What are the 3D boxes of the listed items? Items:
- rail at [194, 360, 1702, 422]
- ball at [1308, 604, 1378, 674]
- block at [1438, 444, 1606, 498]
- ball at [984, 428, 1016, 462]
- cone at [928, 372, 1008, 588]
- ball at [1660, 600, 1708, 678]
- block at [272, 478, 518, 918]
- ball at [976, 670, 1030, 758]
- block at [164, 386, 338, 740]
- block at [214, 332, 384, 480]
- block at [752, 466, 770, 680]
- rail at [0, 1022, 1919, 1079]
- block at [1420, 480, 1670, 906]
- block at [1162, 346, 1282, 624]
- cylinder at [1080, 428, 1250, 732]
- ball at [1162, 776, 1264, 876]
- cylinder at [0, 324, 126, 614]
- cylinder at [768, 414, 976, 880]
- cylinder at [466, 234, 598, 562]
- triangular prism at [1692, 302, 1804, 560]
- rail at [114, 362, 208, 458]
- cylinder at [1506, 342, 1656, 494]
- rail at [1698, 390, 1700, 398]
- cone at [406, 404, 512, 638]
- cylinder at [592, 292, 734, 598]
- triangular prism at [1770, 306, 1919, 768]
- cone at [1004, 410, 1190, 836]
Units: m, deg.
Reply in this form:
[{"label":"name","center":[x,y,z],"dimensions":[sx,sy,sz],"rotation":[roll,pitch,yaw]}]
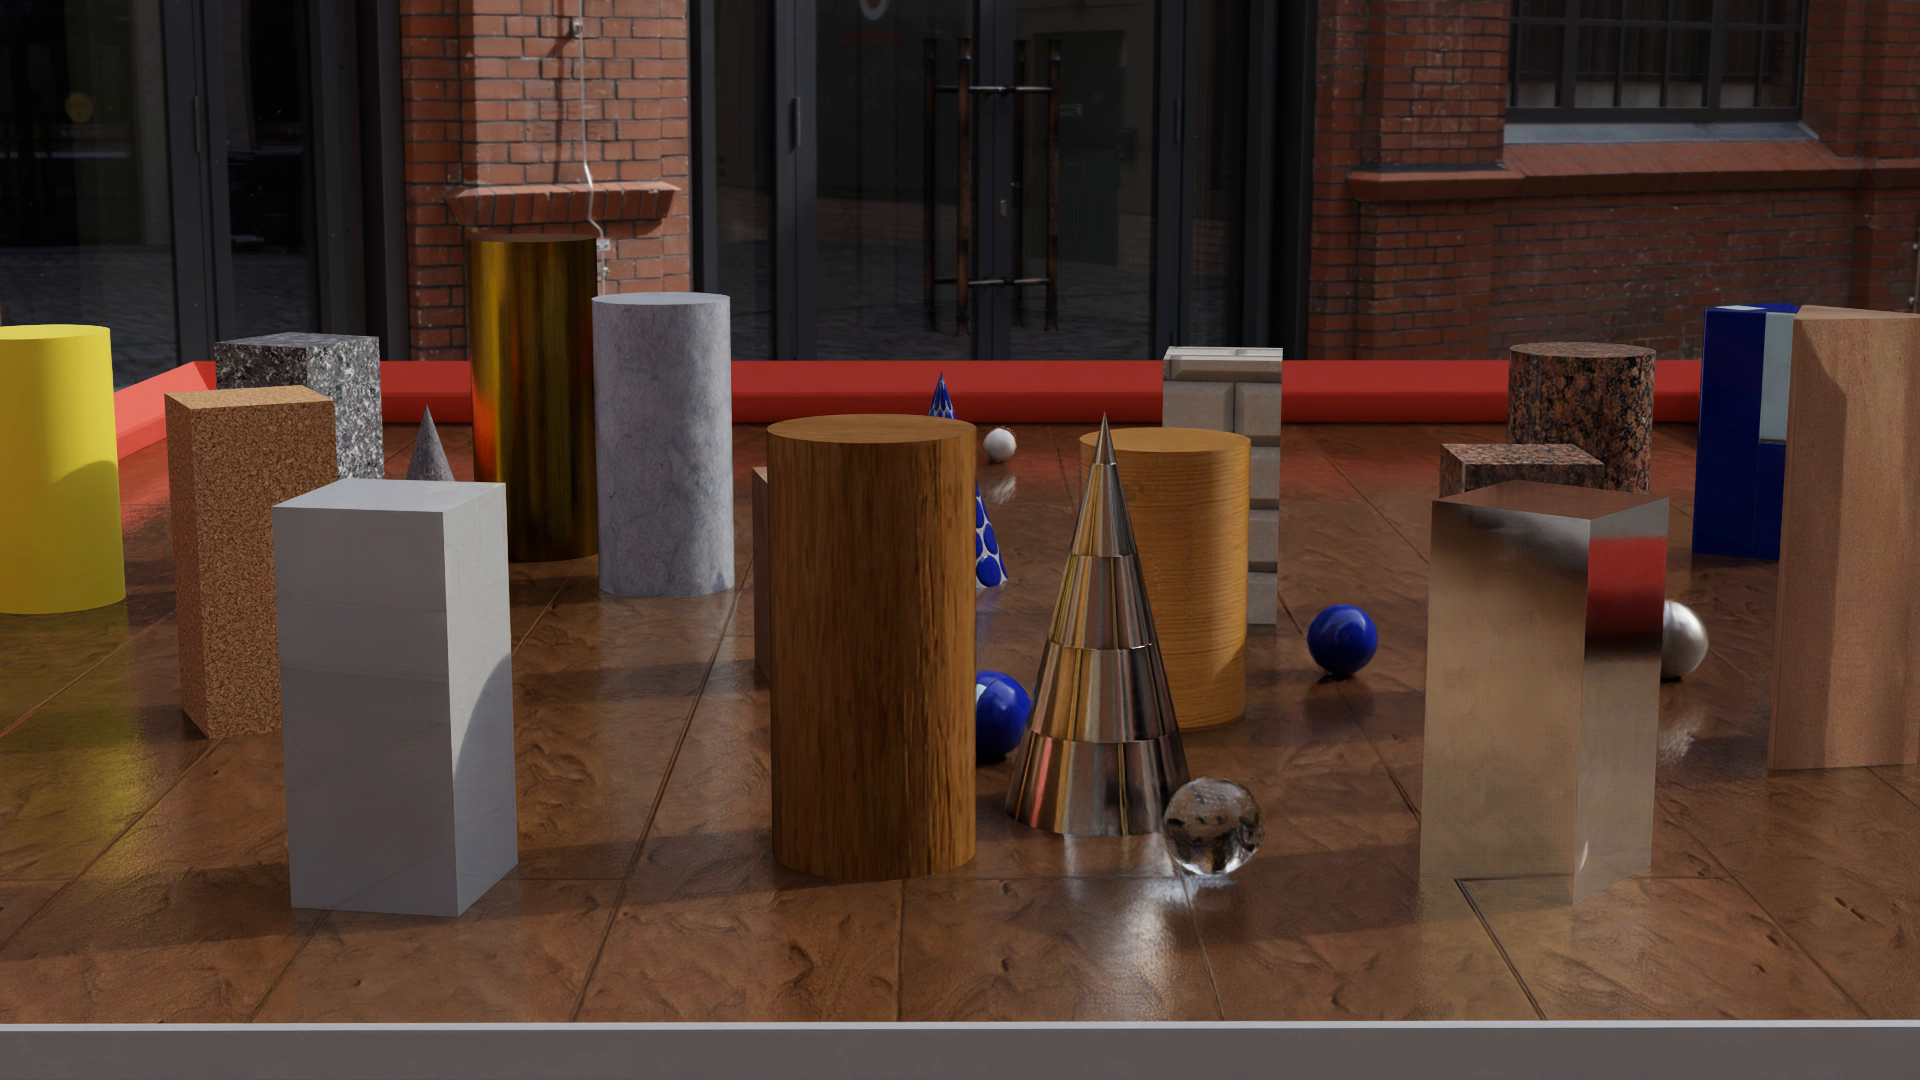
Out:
[{"label":"rail","center":[-0.010,-0.301,5.236],"dimensions":[3.114,0.124,0.045],"rotation":[0,11,0]},{"label":"ball","center":[0.461,0.120,3.092],"dimensions":[0.084,0.084,0.084],"rotation":[0,11,0]},{"label":"block","center":[0.633,0.046,2.921],"dimensions":[0.153,0.292,0.153],"rotation":[0,11,0]},{"label":"ball","center":[0.073,-0.175,4.742],"dimensions":[0.061,0.061,0.061],"rotation":[0,11,0]},{"label":"cone","center":[-0.026,-0.092,3.649],"dimensions":[0.191,0.297,0.191],"rotation":[0,11,0]},{"label":"ball","center":[0.848,0.119,3.073],"dimensions":[0.093,0.093,0.093],"rotation":[0,11,0]},{"label":"block","center":[-0.496,0.135,2.270],"dimensions":[0.153,0.355,0.153],"rotation":[2,11,10]},{"label":"ball","center":[0.030,0.185,2.721],"dimensions":[0.092,0.092,0.092],"rotation":[0,11,0]},{"label":"block","center":[-0.786,0.020,2.866],"dimensions":[0.153,0.363,0.153],"rotation":[-5,12,-27]},{"label":"block","center":[-0.895,-0.095,3.497],"dimensions":[0.153,0.358,0.153],"rotation":[5,12,25]},{"label":"block","center":[-0.163,0.039,3.101],"dimensions":[0.153,0.239,0.153],"rotation":[-2,11,-13]},{"label":"rail","center":[0.010,0.364,1.663],"dimensions":[3.114,0.124,0.045],"rotation":[0,11,0]},{"label":"block","center":[0.527,0.132,2.318],"dimensions":[0.153,0.343,0.153],"rotation":[9,14,39]},{"label":"block","center":[0.349,-0.076,3.423],"dimensions":[0.153,0.347,0.153],"rotation":[1,11,7]},{"label":"cylinder","center":[0.229,0.041,2.893],"dimensions":[0.191,0.312,0.191],"rotation":[0,11,0]},{"label":"ball","center":[0.229,0.259,2.325],"dimensions":[0.091,0.091,0.091],"rotation":[0,11,0]},{"label":"cylinder","center":[-1.247,-0.100,3.493],"dimensions":[0.191,0.369,0.191],"rotation":[0,11,0]},{"label":"cylinder","center":[-0.080,0.094,2.373],"dimensions":[0.191,0.399,0.191],"rotation":[0,11,0]},{"label":"cylinder","center":[-0.635,-0.216,3.841],"dimensions":[0.191,0.471,0.191],"rotation":[0,11,0]},{"label":"triangular prism","center":[1.211,-0.167,3.857],"dimensions":[0.166,0.368,0.143],"rotation":[6,12,29]},{"label":"rail","center":[-1.534,0.034,3.441],"dimensions":[0.045,0.124,3.682],"rotation":[0,11,0]},{"label":"cylinder","center":[0.834,-0.084,3.470],"dimensions":[0.191,0.347,0.191],"rotation":[0,11,0]},{"label":"rail","center":[1.534,0.030,3.458],"dimensions":[0.045,0.124,3.682],"rotation":[0,11,0]},{"label":"cone","center":[-0.671,-0.022,3.256],"dimensions":[0.191,0.304,0.191],"rotation":[0,11,0]},{"label":"cylinder","center":[-0.415,-0.137,3.595],"dimensions":[0.191,0.404,0.191],"rotation":[0,11,0]},{"label":"triangular prism","center":[0.917,-0.007,2.720],"dimensions":[0.166,0.470,0.143],"rotation":[-2,11,-9]},{"label":"cone","center":[0.139,0.070,2.504],"dimensions":[0.191,0.397,0.191],"rotation":[0,11,0]}]
